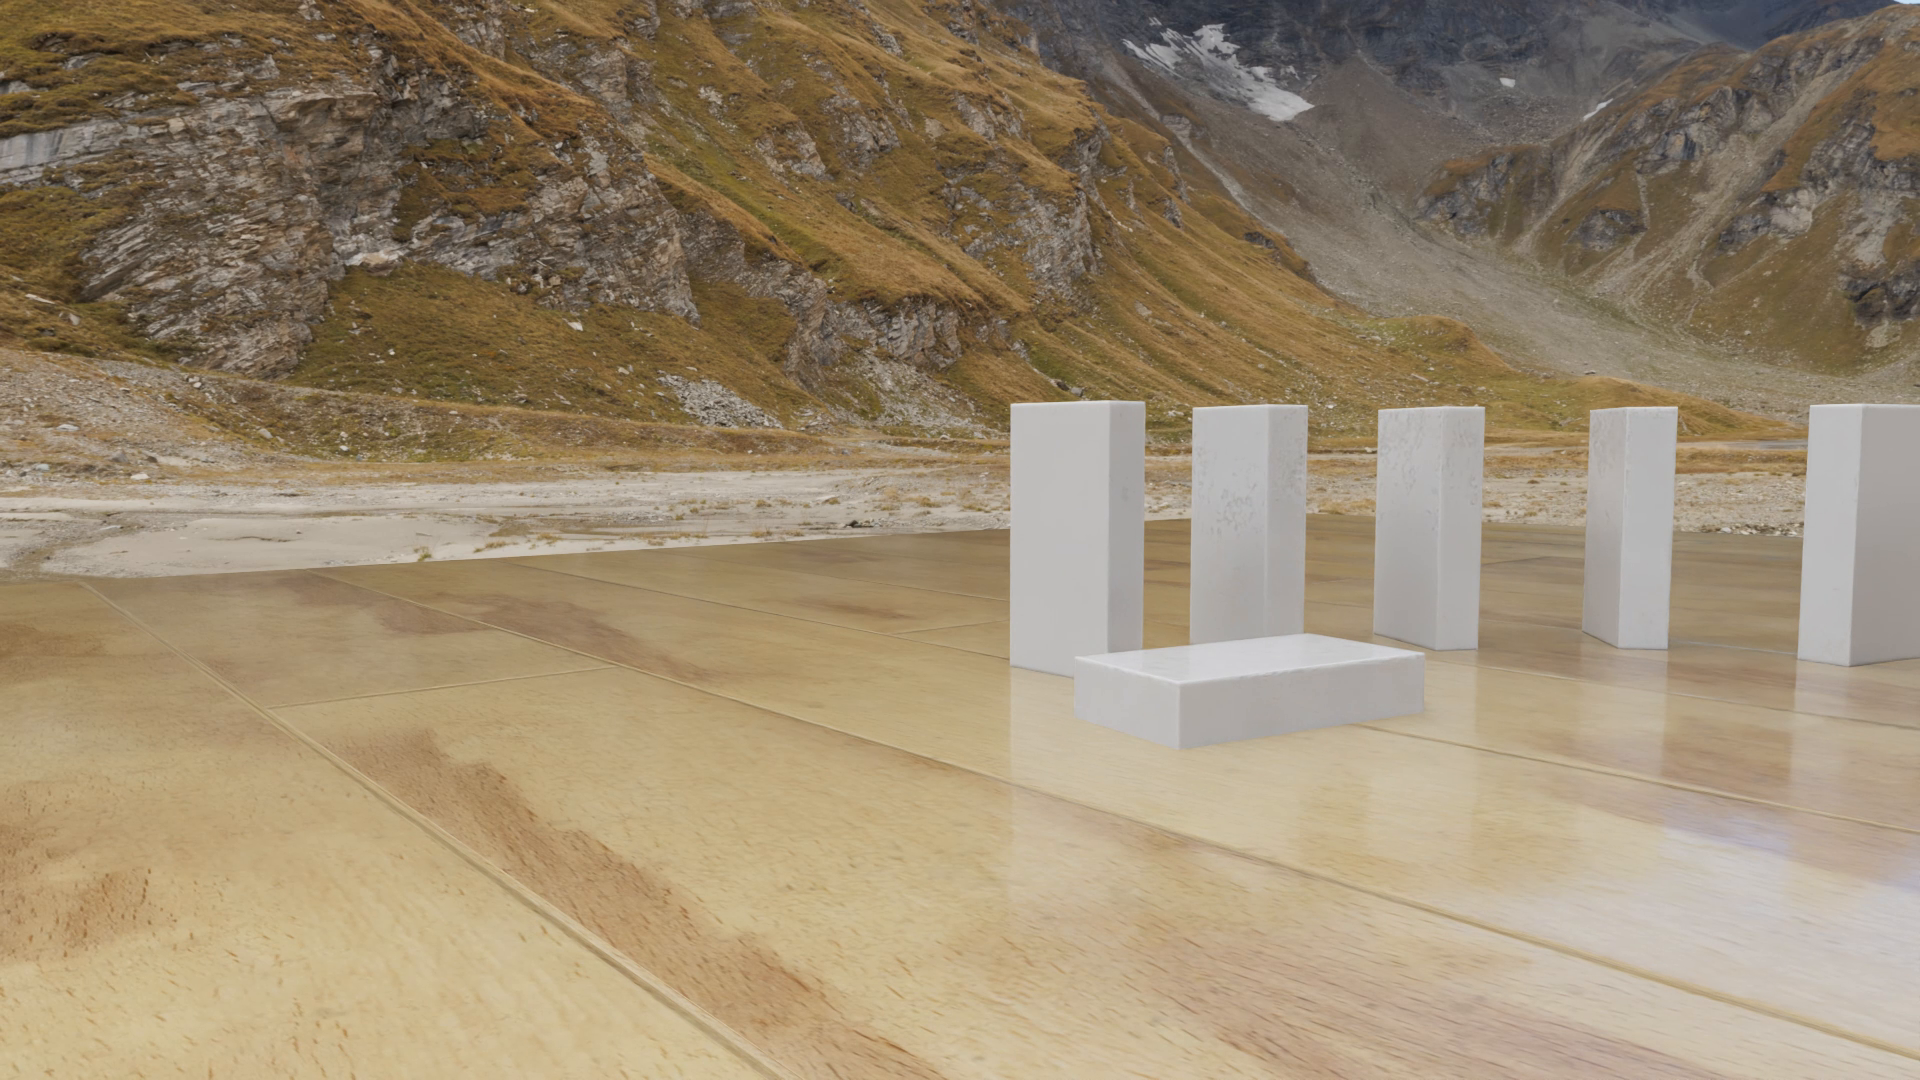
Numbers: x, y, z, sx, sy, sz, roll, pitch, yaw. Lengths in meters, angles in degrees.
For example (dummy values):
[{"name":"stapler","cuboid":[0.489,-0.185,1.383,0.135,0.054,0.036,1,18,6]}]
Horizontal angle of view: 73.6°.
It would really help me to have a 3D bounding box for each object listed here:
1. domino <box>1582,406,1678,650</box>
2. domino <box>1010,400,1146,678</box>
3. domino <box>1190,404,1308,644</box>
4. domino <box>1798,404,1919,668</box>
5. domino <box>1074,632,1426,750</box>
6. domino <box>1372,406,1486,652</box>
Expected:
[{"name":"domino","cuboid":[0.143,-0.003,0.276,0.009,0.050,0.025,1,4,10]},{"name":"domino","cuboid":[0.021,0.000,0.237,0.009,0.050,0.025,-4,6,-41]},{"name":"domino","cuboid":[0.058,-0.002,0.261,0.009,0.050,0.025,-2,5,-25]},{"name":"domino","cuboid":[0.178,-0.001,0.252,0.025,0.050,0.009,-2,5,-26]},{"name":"domino","cuboid":[0.046,0.023,0.202,0.050,0.010,0.025,-2,5,-30]},{"name":"domino","cuboid":[0.100,-0.003,0.275,0.009,0.050,0.025,-1,4,-12]}]
